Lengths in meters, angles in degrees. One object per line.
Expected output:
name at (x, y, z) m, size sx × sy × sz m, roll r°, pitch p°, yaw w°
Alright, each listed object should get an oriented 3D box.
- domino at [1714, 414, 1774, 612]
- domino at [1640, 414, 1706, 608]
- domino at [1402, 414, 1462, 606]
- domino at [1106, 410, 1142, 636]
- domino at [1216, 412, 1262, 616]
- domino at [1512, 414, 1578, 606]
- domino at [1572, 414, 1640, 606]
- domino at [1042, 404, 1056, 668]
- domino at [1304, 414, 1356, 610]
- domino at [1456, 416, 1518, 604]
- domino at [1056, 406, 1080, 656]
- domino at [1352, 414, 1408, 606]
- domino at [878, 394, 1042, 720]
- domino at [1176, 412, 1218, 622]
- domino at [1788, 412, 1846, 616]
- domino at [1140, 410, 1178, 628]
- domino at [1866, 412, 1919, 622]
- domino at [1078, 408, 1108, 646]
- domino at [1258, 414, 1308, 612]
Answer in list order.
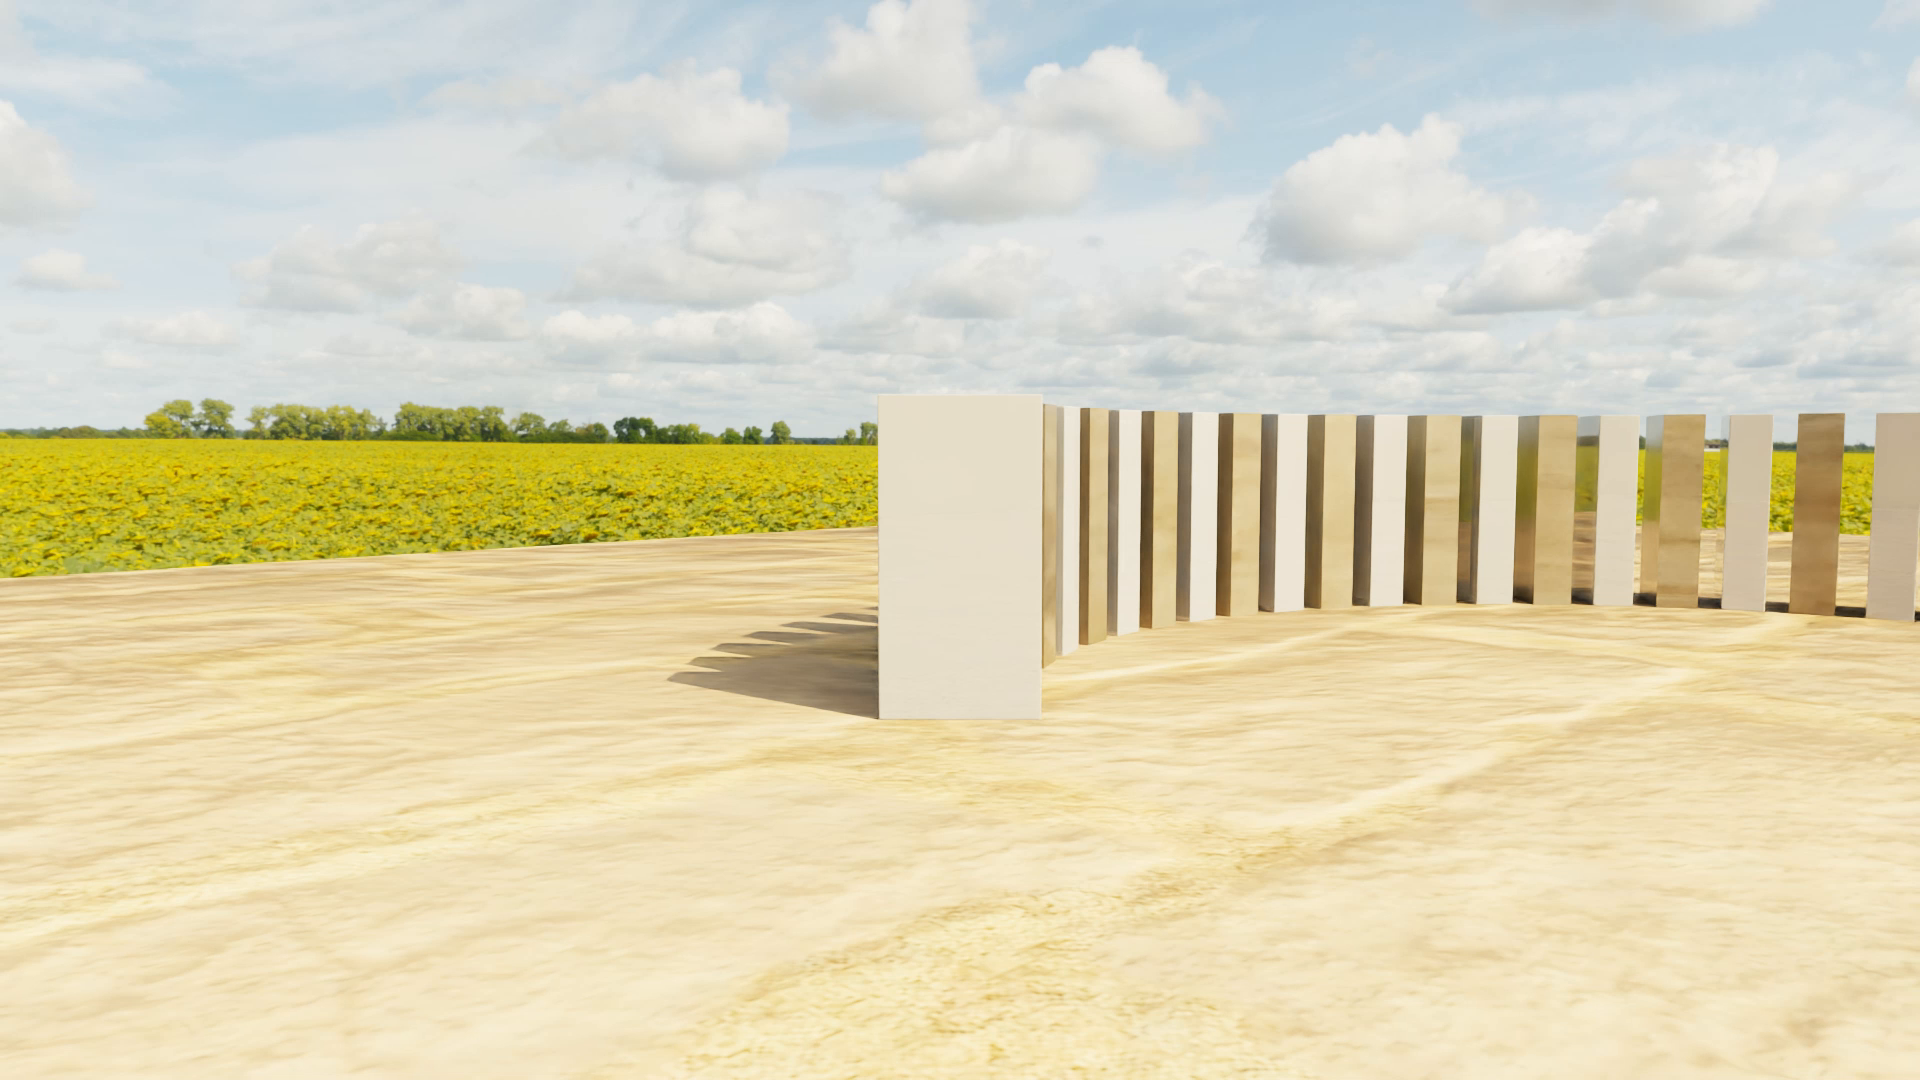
domino at (0.205, -0.008, 0.336) m, size 0.009 × 0.050 × 0.025 m, roll 2°, pitch 5°, yaw 26°
domino at (0.190, -0.008, 0.343) m, size 0.010 × 0.050 × 0.025 m, roll 1°, pitch 5°, yaw 19°
domino at (0.125, -0.009, 0.349) m, size 0.010 × 0.050 × 0.025 m, roll -1°, pitch 4°, yaw -7°
domino at (0.028, -0.004, 0.293) m, size 0.025 × 0.050 × 0.010 m, roll 3°, pitch 5°, yaw 37°
domino at (0.064, -0.007, 0.327) m, size 0.010 × 0.050 × 0.025 m, roll -3°, pitch 5°, yaw -33°
domino at (0.158, -0.009, 0.350) m, size 0.010 × 0.050 × 0.025 m, roll 0°, pitch 4°, yaw 6°
domino at (0.174, -0.008, 0.347) m, size 0.010 × 0.050 × 0.025 m, roll 1°, pitch 4°, yaw 13°
domino at (0.005, -0.001, 0.250) m, size 0.025 × 0.050 × 0.010 m, roll 1°, pitch 4°, yaw 17°
domino at (0.093, -0.008, 0.342) m, size 0.010 × 0.050 × 0.025 m, roll -2°, pitch 5°, yaw -20°
domino at (0.141, -0.009, 0.350) m, size 0.010 × 0.050 × 0.025 m, roll 0°, pitch 4°, yaw -1°
domino at (0.011, -0.002, 0.265) m, size 0.025 × 0.050 × 0.010 m, roll 2°, pitch 5°, yaw 24°
domino at (0.109, -0.008, 0.346) m, size 0.010 × 0.050 × 0.025 m, roll -1°, pitch 4°, yaw -14°
domino at (0.000, 0.002, 0.201) m, size 0.025 × 0.050 × 0.010 m, roll 0°, pitch 4°, yaw 0°
domino at (0.050, -0.006, 0.317) m, size 0.010 × 0.050 × 0.025 m, roll -4°, pitch 6°, yaw -40°
domino at (0.219, -0.007, 0.328) m, size 0.010 × 0.050 × 0.025 m, roll 3°, pitch 5°, yaw 35°
domino at (0.038, -0.005, 0.306) m, size 0.025 × 0.050 × 0.010 m, roll 4°, pitch 6°, yaw 43°
domino at (0.232, -0.006, 0.318) m, size 0.010 × 0.050 × 0.025 m, roll 3°, pitch 5°, yaw 38°
domino at (0.019, -0.003, 0.279) m, size 0.025 × 0.050 × 0.010 m, roll 2°, pitch 5°, yaw 30°
domino at (0.078, -0.008, 0.335) m, size 0.010 × 0.050 × 0.025 m, roll -2°, pitch 5°, yaw -27°
